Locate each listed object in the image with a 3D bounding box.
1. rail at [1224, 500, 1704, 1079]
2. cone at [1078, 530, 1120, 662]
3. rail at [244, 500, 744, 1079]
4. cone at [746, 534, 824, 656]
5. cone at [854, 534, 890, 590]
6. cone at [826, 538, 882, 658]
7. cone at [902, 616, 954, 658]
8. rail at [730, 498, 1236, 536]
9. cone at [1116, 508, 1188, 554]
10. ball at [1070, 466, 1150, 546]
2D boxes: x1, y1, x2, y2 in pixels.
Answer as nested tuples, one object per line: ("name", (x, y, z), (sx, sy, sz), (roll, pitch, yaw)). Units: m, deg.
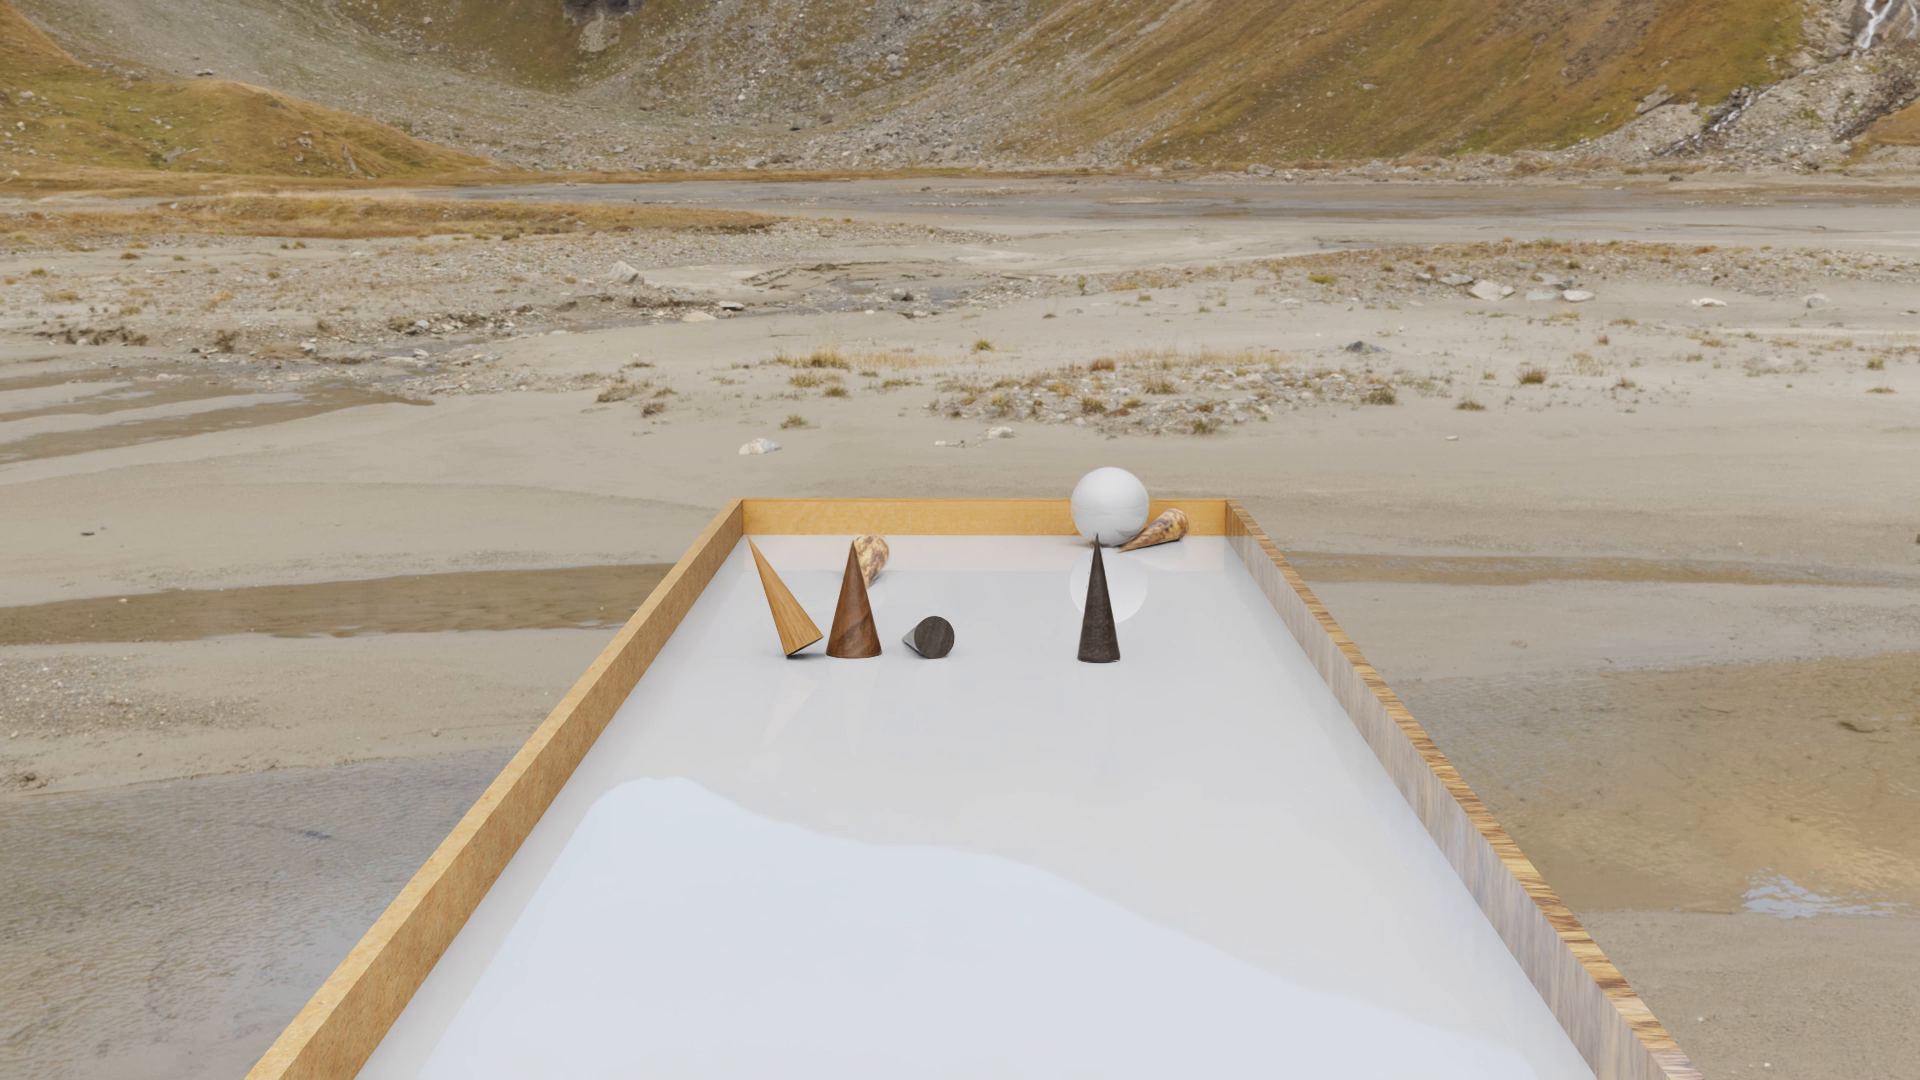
("rail", (1.046, 0.843, 3.208), (0.050, 0.150, 12.000), (0, 9, 1))
("cone", (0.420, 0.165, 6.693), (0.134, 0.396, 0.134), (-1, 8, 0))
("rail", (-1.004, 0.839, 3.234), (0.050, 0.150, 12.000), (0, 9, 1))
("cone", (-0.566, 0.153, 6.746), (0.132, 0.392, 0.132), (-28, -4, -2))
("cone", (-0.336, 0.113, 8.069), (0.146, 0.146, 0.383), (0, 20, -1))
("cone", (-0.328, 0.172, 6.778), (0.178, 0.358, 0.178), (0, 9, 0))
("cone", (-0.133, 0.306, 6.871), (0.131, 0.131, 0.322), (-3, -3, -20))
("rail", (0.099, -0.098, 9.147), (2.100, 0.150, 0.050), (0, 9, 1))
("cone", (0.747, -0.007, 8.844), (0.133, 0.133, 0.456), (7, 19, 36))
("ball", (0.603, -0.136, 8.849), (0.318, 0.318, 0.318), (0, 9, 0))
